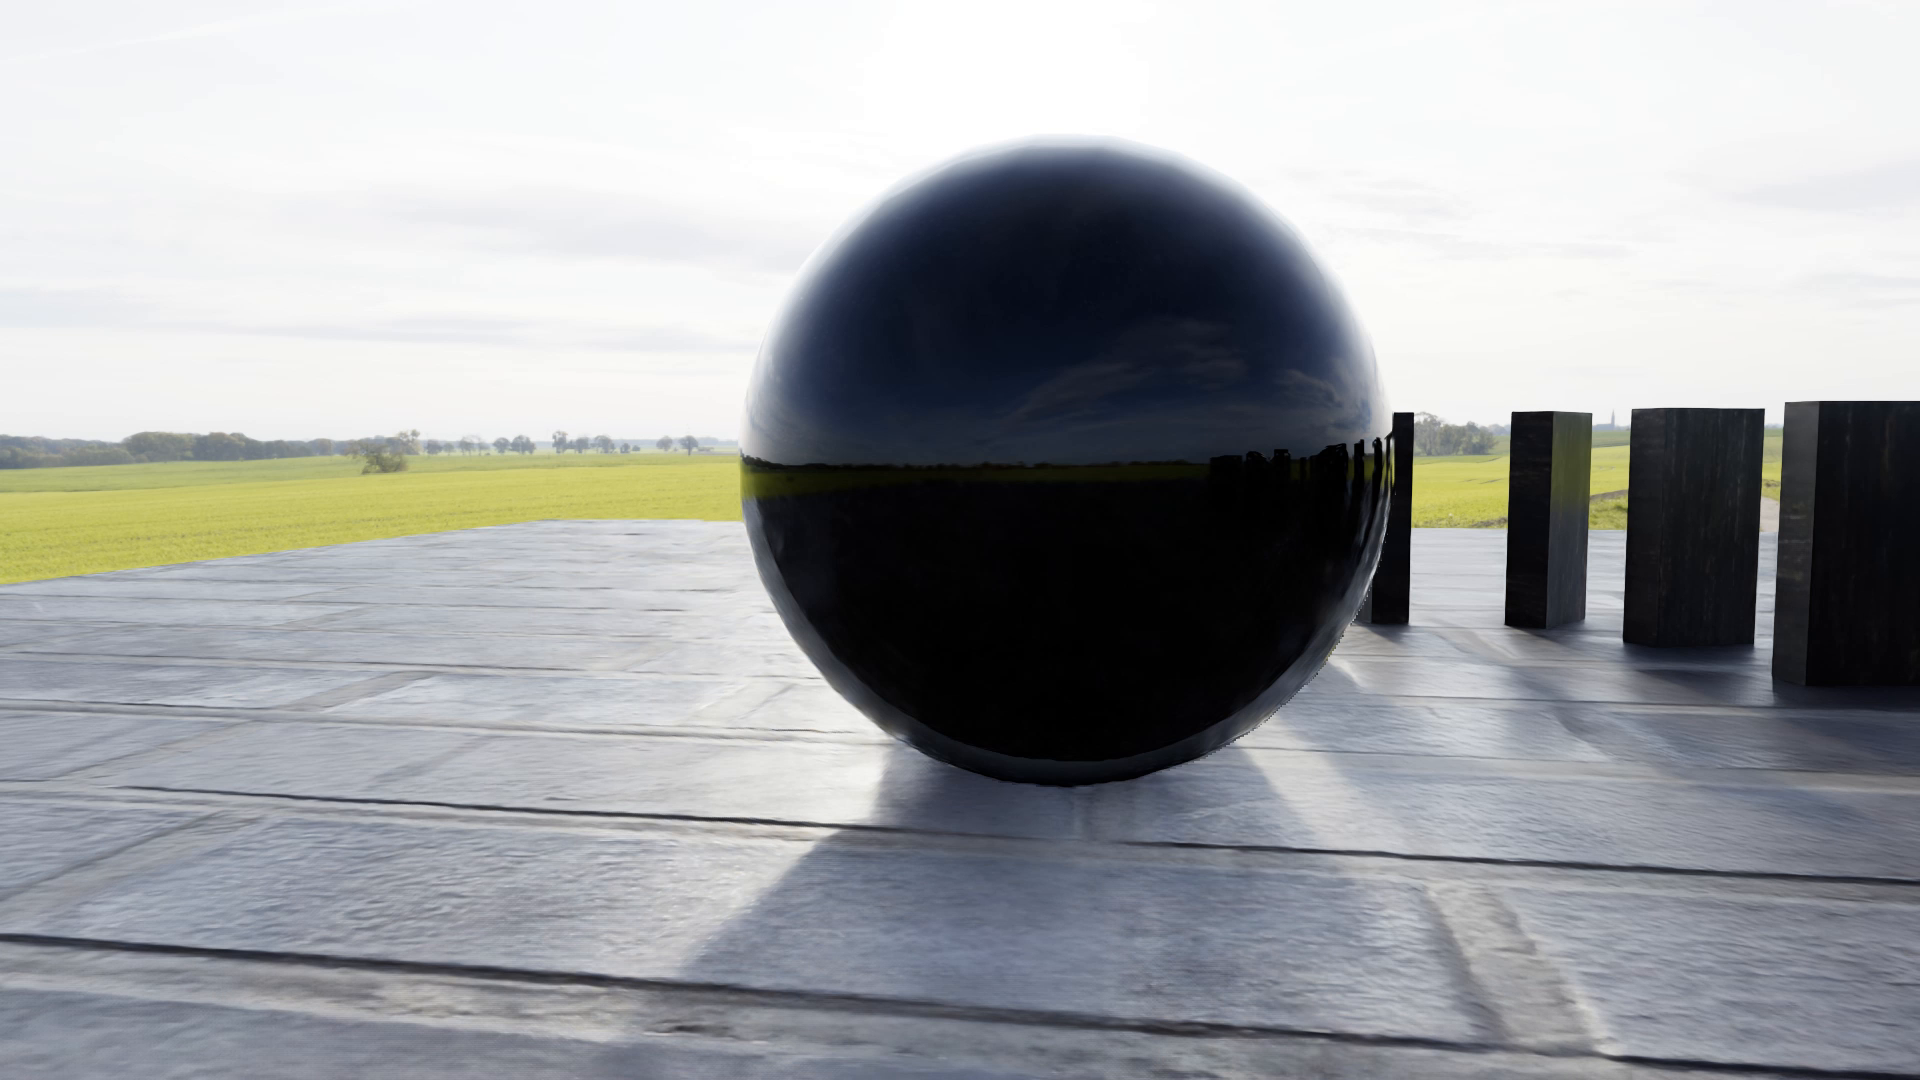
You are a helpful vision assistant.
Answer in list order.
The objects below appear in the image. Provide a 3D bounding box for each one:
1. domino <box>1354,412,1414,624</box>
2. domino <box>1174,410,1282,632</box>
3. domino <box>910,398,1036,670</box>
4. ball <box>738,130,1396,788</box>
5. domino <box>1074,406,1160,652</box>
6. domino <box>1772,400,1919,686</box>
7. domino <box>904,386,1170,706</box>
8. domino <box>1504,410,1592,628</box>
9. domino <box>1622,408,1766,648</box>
[{"bbox_3d":[0.101,-0.006,0.316,0.010,0.050,0.025,-1,4,-8],"label":"domino"},{"bbox_3d":[0.062,-0.005,0.300,0.009,0.050,0.025,-3,5,-31],"label":"domino"},{"bbox_3d":[0.005,-0.001,0.241,0.025,0.050,0.009,1,-1,19],"label":"domino"},{"bbox_3d":[0.013,-0.010,0.161,0.080,0.080,0.080,0,4,0],"label":"ball"},{"bbox_3d":[0.029,-0.003,0.274,0.025,0.050,0.010,4,6,44],"label":"domino"},{"bbox_3d":[0.161,0.000,0.228,0.025,0.050,0.009,0,4,0],"label":"domino"},{"bbox_3d":[0.014,0.000,0.216,0.025,0.050,0.010,28,-28,5],"label":"domino"},{"bbox_3d":[0.140,-0.005,0.306,0.009,0.050,0.025,4,6,45],"label":"domino"},{"bbox_3d":[0.156,-0.003,0.273,0.025,0.050,0.010,-1,4,-14],"label":"domino"}]
